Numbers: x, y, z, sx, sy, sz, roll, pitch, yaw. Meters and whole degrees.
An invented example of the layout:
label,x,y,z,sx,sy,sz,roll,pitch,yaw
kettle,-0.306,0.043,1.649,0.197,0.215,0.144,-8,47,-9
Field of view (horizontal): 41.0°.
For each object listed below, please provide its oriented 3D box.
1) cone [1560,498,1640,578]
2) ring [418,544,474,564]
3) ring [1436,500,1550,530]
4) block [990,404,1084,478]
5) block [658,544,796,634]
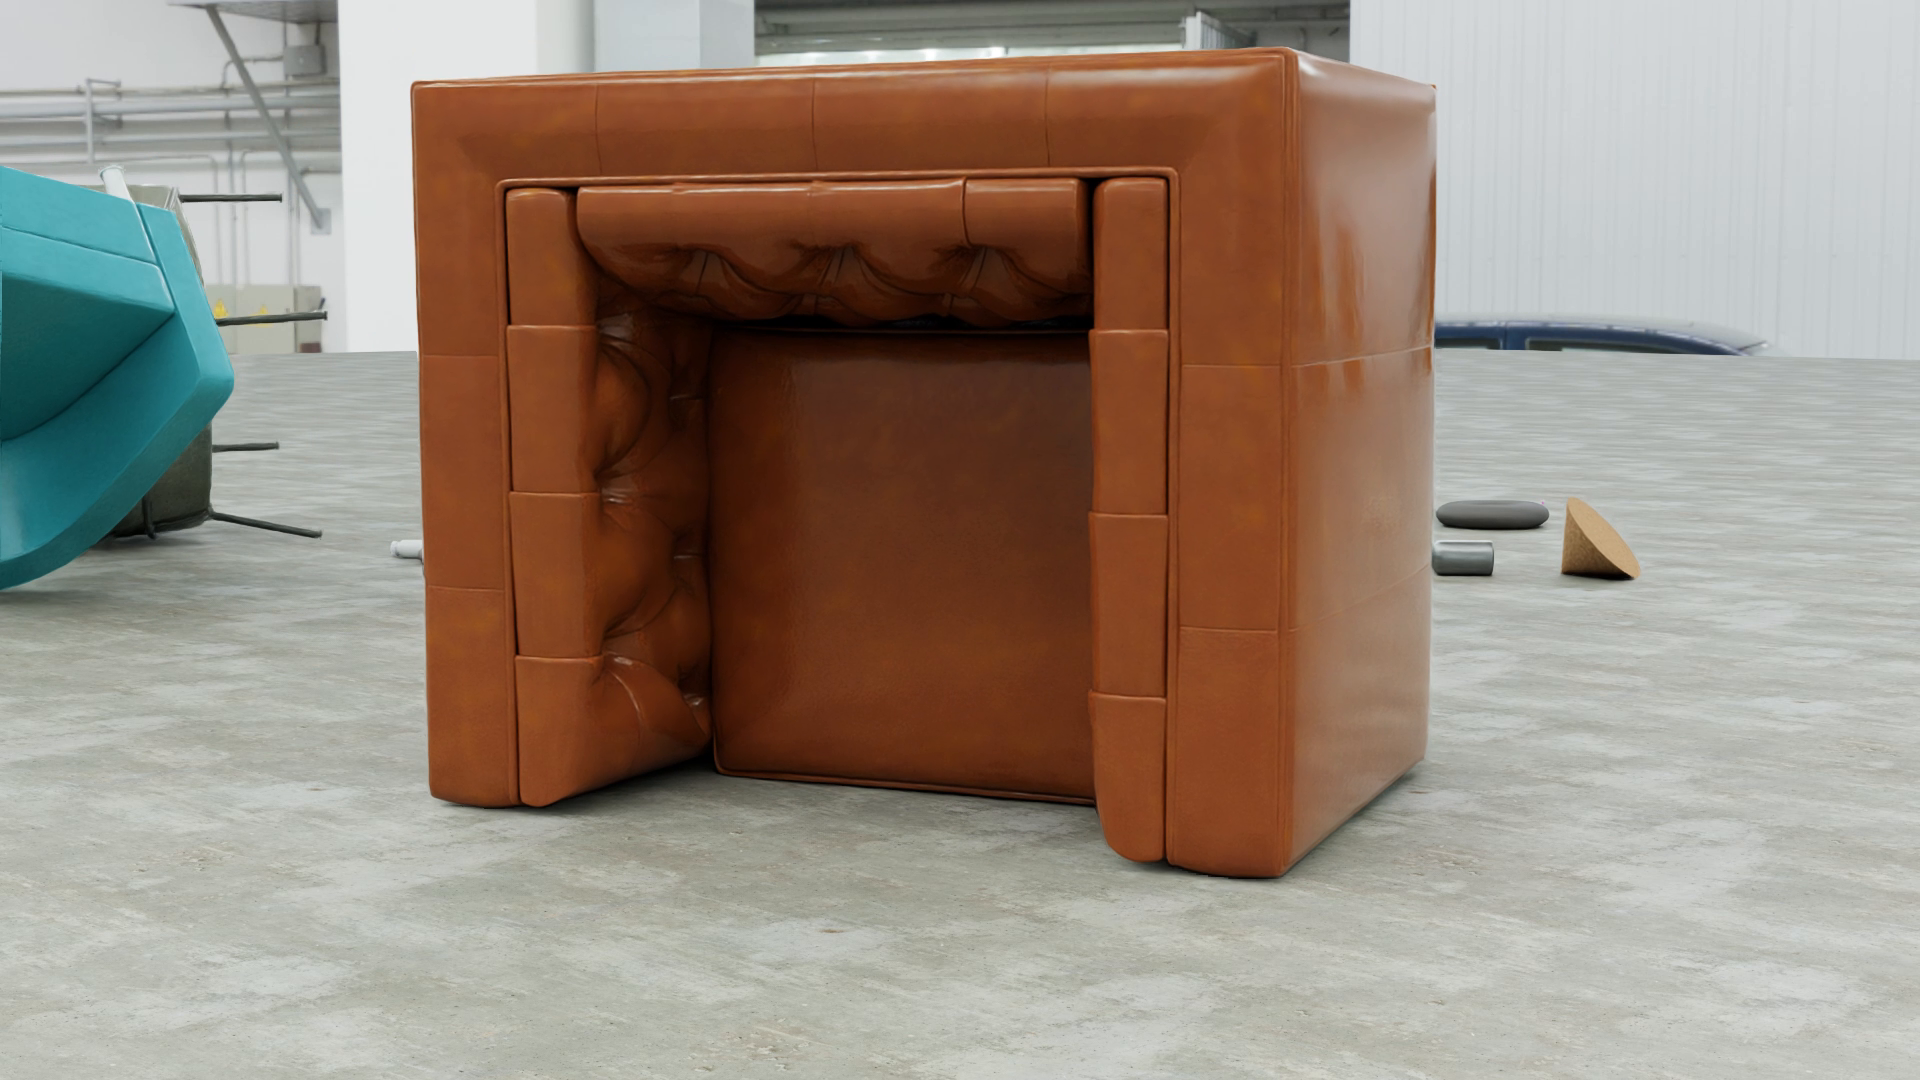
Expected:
label,x,y,z,sx,sy,sz,roll,pitch,yaw
cone,1.375,0.034,5.669,0.126,0.230,0.302,-44,-13,21
ring,-1.183,0.034,5.905,0.116,0.036,0.150,-7,10,-43
ring,1.405,-0.068,6.770,0.295,0.062,0.275,-1,5,0
block,0.254,-0.328,8.513,0.255,0.223,0.303,-1,6,-11
block,-0.439,0.092,4.862,0.174,0.136,0.262,2,6,17
